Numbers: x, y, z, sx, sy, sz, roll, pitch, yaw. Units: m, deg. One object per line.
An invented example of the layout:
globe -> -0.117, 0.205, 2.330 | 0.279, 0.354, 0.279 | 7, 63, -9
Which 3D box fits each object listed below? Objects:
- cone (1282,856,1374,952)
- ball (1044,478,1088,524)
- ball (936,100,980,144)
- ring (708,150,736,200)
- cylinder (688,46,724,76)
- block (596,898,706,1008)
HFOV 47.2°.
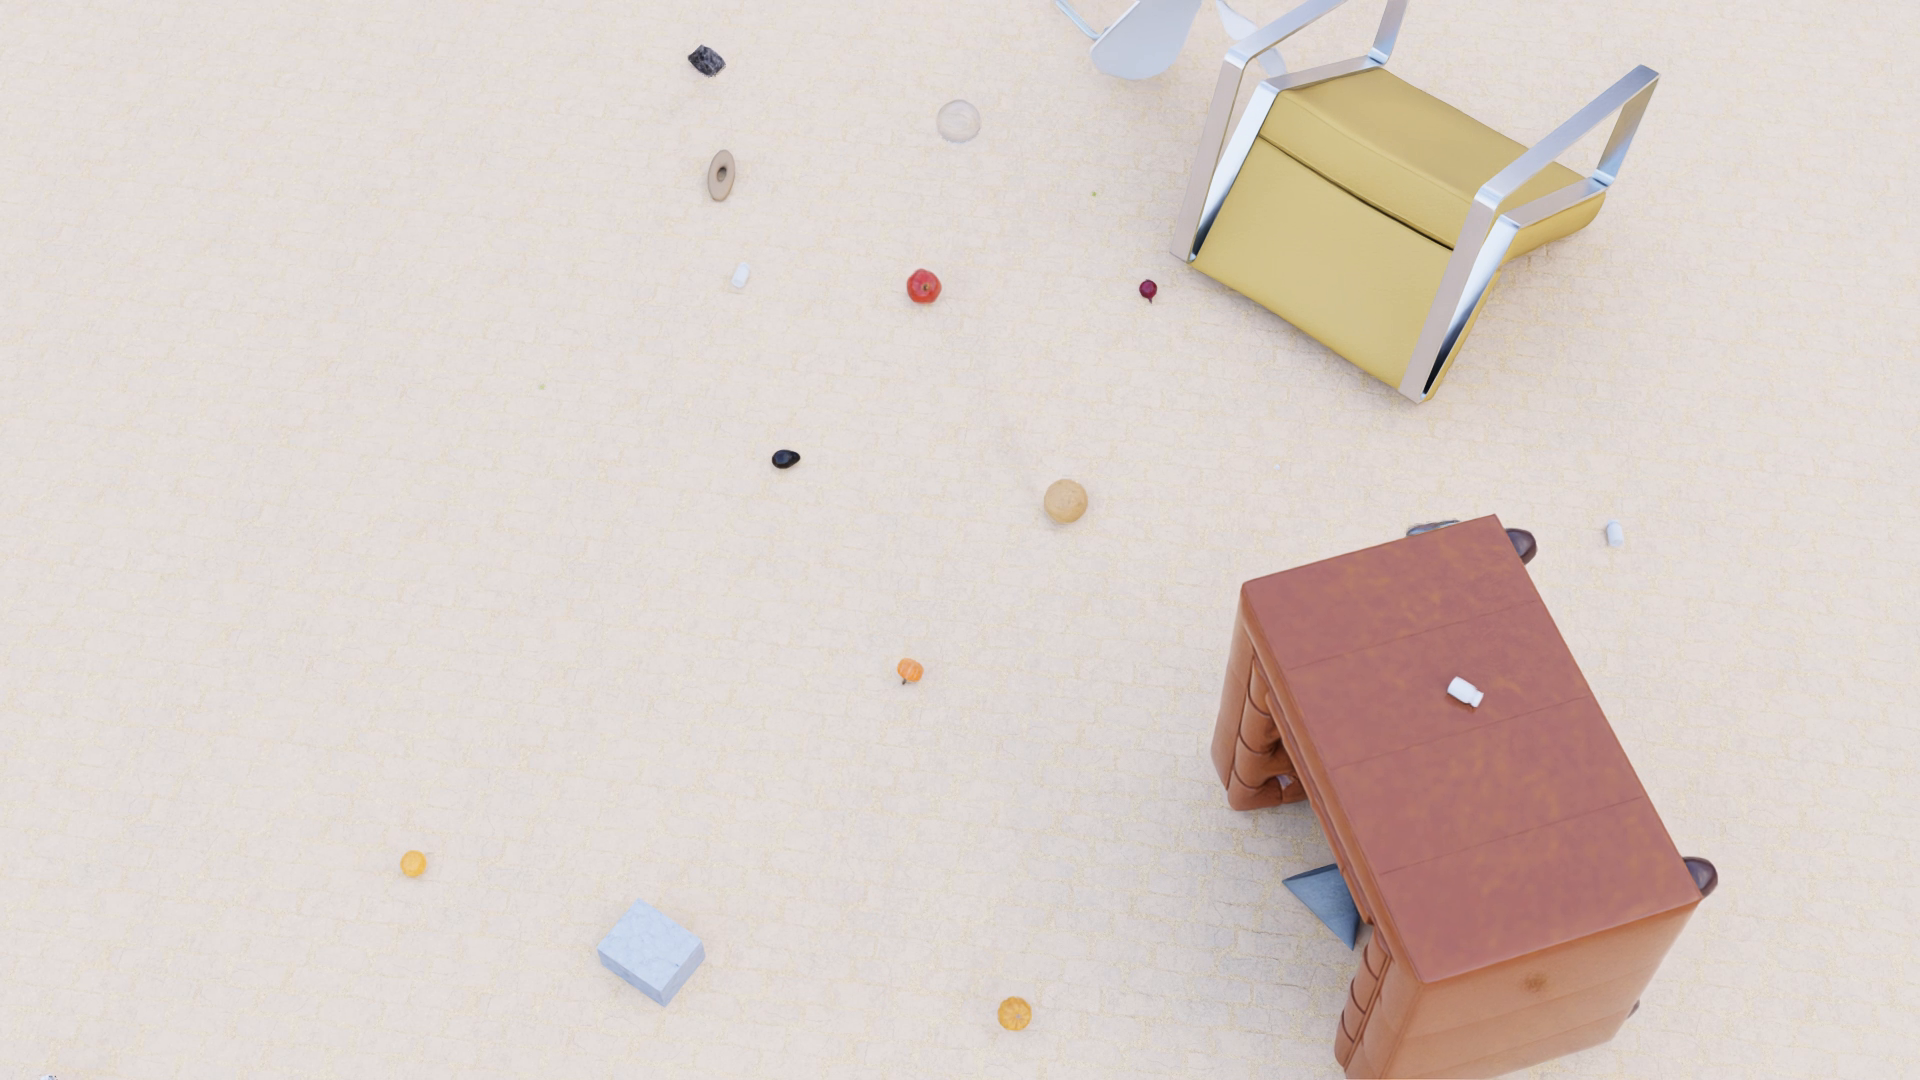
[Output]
cone -> 1.012, 0.985, 5.853 | 0.255, 0.213, 0.228 | -18, 83, 12
ball -> 0.317, -0.116, 6.572 | 0.133, 0.133, 0.133 | 0, 56, 0
ball -> -0.005, -1.413, 7.432 | 0.150, 0.150, 0.150 | 0, 56, 0
ring -> -0.799, -1.224, 7.368 | 0.089, 0.045, 0.221 | 3, 57, 0
cylinder -> -0.883, -1.669, 7.656 | 0.116, 0.062, 0.061 | 35, 63, 15
block -> -0.810, 1.084, 5.779 | 0.213, 0.112, 0.173 | 30, 61, 18
